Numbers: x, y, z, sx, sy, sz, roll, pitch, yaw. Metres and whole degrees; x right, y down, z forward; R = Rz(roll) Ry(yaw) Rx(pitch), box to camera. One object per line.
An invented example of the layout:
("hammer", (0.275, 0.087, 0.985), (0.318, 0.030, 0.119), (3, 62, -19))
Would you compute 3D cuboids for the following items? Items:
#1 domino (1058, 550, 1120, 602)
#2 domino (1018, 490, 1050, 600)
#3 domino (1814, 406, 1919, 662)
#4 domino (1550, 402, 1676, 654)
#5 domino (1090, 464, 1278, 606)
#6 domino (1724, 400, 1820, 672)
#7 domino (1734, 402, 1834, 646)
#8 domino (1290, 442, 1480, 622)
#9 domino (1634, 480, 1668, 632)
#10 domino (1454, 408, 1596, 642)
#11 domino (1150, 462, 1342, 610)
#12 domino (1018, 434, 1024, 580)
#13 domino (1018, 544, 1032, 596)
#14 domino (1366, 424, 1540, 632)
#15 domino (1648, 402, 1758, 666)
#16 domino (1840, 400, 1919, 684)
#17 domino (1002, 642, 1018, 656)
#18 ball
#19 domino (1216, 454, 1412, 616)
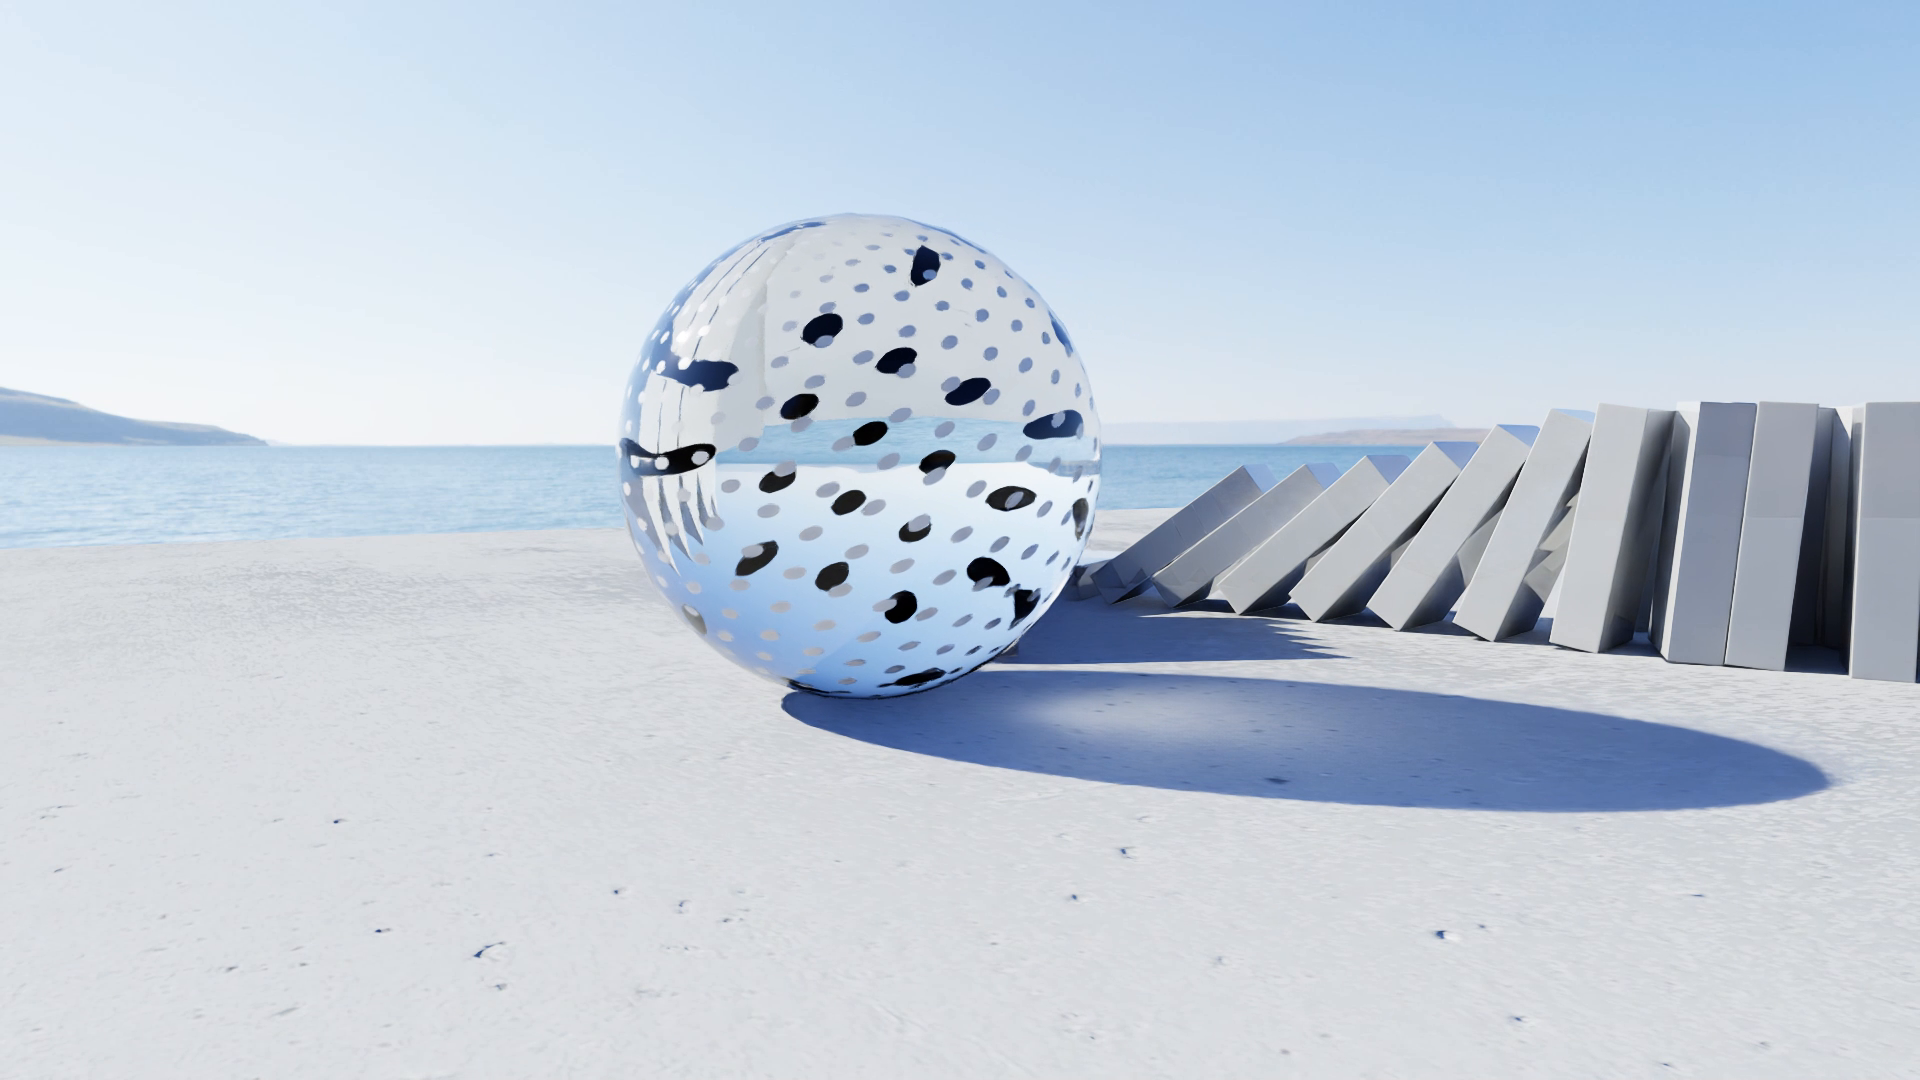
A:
("domino", (0.032, 0.010, 0.374), (0.025, 0.009, 0.050), (2, 5, 27))
("domino", (0.011, 0.002, 0.355), (0.025, 0.009, 0.050), (-5, 24, 7))
("domino", (0.185, -0.002, 0.262), (0.010, 0.050, 0.025), (2, 5, 9))
("domino", (0.137, -0.003, 0.268), (0.010, 0.050, 0.025), (16, 14, 41))
("domino", (0.060, -0.002, 0.340), (0.050, 0.009, 0.025), (-38, -13, 23))
("domino", (0.158, -0.001, 0.250), (0.009, 0.050, 0.025), (7, 7, 30))
("domino", (0.168, -0.003, 0.271), (0.025, 0.050, 0.009), (2, 4, -12))
("domino", (0.103, -0.002, 0.303), (0.025, 0.050, 0.009), (-5, 49, -47))
("domino", (0.166, -0.004, 0.290), (0.025, 0.050, 0.009), (1, 4, 12))
("domino", (0.127, -0.003, 0.279), (0.009, 0.050, 0.025), (32, 24, 36))
("domino", (0.075, -0.001, 0.330), (0.050, 0.010, 0.025), (-40, -16, 27))
("domino", (0.002, -0.004, 0.317), (0.025, 0.050, 0.009), (0, -34, 5))
("domino", (0.002, -0.003, 0.337), (0.025, 0.009, 0.050), (-12, 39, 0))
("domino", (0.115, -0.003, 0.291), (0.025, 0.050, 0.009), (-5, 40, -48))
("domino", (0.147, -0.002, 0.256), (0.009, 0.050, 0.025), (6, 8, 20))
("domino", (0.172, 0.000, 0.239), (0.009, 0.050, 0.025), (3, 5, 30))
("domino", (0.000, 0.000, 0.269), (0.025, 0.050, 0.010), (0, -34, 3))
("ball", (-0.016, -0.014, 0.214), (0.080, 0.080, 0.080), (0, 4, 0))
("domino", (0.089, -0.001, 0.316), (0.025, 0.009, 0.050), (-5, -34, -50))
